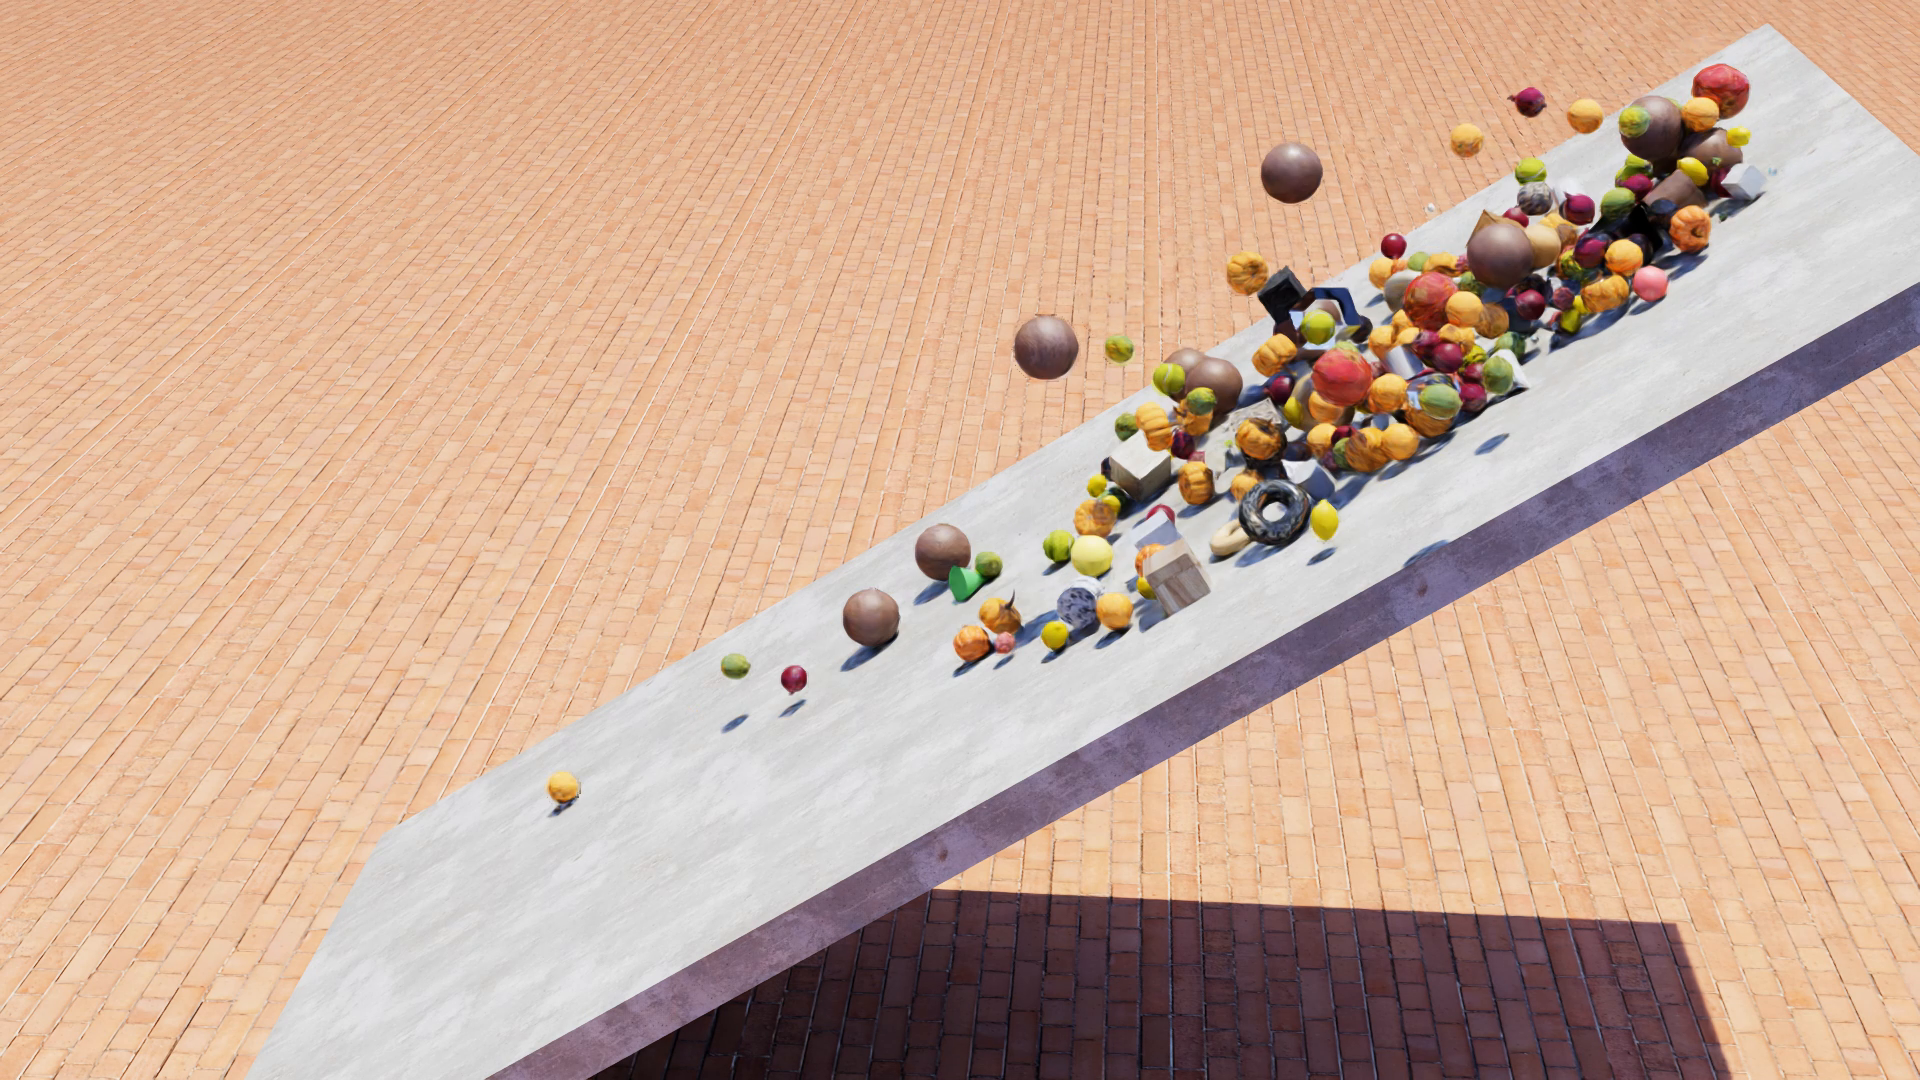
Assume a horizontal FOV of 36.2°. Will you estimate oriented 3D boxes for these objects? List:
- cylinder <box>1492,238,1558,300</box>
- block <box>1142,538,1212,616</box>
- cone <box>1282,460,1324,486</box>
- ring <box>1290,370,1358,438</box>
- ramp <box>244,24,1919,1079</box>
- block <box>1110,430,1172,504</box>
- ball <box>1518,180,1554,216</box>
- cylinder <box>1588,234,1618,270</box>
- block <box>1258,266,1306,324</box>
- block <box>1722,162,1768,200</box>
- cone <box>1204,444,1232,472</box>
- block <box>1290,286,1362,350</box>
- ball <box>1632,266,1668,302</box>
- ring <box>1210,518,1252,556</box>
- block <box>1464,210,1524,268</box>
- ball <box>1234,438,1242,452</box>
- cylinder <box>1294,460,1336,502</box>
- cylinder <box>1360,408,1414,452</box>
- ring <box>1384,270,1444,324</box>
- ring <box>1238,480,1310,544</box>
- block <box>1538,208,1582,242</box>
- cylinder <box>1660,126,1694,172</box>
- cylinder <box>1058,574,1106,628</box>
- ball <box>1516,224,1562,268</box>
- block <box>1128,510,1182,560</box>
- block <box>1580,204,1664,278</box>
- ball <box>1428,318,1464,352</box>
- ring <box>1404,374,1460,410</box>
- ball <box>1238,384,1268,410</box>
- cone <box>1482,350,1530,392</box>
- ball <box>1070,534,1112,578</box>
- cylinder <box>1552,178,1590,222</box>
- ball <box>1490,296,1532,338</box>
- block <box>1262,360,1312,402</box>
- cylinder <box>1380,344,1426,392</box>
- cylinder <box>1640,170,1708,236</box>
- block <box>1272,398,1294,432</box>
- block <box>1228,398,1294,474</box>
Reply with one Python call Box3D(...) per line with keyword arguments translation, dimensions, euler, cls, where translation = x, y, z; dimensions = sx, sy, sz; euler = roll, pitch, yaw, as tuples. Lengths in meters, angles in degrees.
Box3D(translation=(1.152, -0.555, 5.998), dimensions=(0.093, 0.093, 0.093), euler=(41, 33, 13), cls="cylinder")
Box3D(translation=(0.416, 0.070, 5.647), dimensions=(0.094, 0.094, 0.094), euler=(-31, 15, 11), cls="block")
Box3D(translation=(0.682, -0.136, 5.780), dimensions=(0.077, 0.077, 0.077), euler=(-22, 19, 6), cls="cone")
Box3D(translation=(0.739, -0.277, 5.976), dimensions=(0.139, 0.139, 0.046), euler=(0, 3, 1), cls="ring")
Box3D(translation=(0.140, 0.170, 6.292), dimensions=(4.000, 0.100, 2.000), euler=(-30, 15, 13), cls="ramp")
Box3D(translation=(0.389, -0.157, 6.341), dimensions=(0.093, 0.093, 0.093), euler=(-39, 61, -19), cls="block")
Box3D(translation=(1.225, -0.727, 6.261), dimensions=(0.076, 0.076, 0.076), euler=(0, 20, 0), cls="ball")
Box3D(translation=(1.261, -0.565, 5.770), dimensions=(0.053, 0.053, 0.053), euler=(0, 37, 1), cls="cylinder")
Box3D(translation=(0.707, -0.536, 6.441), dimensions=(0.079, 0.079, 0.079), euler=(-33, 18, 19), cls="block")
Box3D(translation=(1.534, -0.701, 5.754), dimensions=(0.051, 0.051, 0.051), euler=(40, -9, -20), cls="block")
Box3D(translation=(0.527, -0.159, 6.075), dimensions=(0.061, 0.061, 0.061), euler=(-4, -16, -10), cls="cone")
Box3D(translation=(0.744, -0.452, 5.991), dimensions=(0.091, 0.091, 0.091), euler=(0, 61, -29), cls="block")
Box3D(translation=(1.308, -0.486, 5.575), dimensions=(0.066, 0.066, 0.066), euler=(0, 20, 0), cls="ball")
Box3D(translation=(0.535, -0.006, 5.754), dimensions=(0.103, 0.034, 0.103), euler=(-31, 18, 11), cls="ring")
Box3D(translation=(1.140, -0.628, 6.212), dimensions=(0.090, 0.090, 0.090), euler=(16, 22, -20), cls="block")
Box3D(translation=(0.608, -0.209, 6.183), dimensions=(0.061, 0.061, 0.061), euler=(0, 20, 0), cls="ball")
Box3D(translation=(0.688, -0.115, 5.703), dimensions=(0.057, 0.057, 0.057), euler=(-39, 25, 22), cls="cylinder")
Box3D(translation=(0.829, -0.213, 5.712), dimensions=(0.072, 0.072, 0.072), euler=(-19, 2, 44), cls="cylinder")
Box3D(translation=(0.965, -0.515, 6.250), dimensions=(0.136, 0.136, 0.045), euler=(12, 48, 30), cls="ring")
Box3D(translation=(0.600, -0.054, 5.617), dimensions=(0.139, 0.046, 0.139), euler=(-8, 61, 14), cls="ring")
Box3D(translation=(1.267, -0.668, 6.225), dimensions=(0.058, 0.058, 0.058), euler=(-47, 6, -40), cls="block")
Box3D(translation=(1.502, -0.819, 6.164), dimensions=(0.068, 0.068, 0.068), euler=(3, 55, 9), cls="cylinder")
Box3D(translation=(0.242, 0.120, 5.821), dimensions=(0.083, 0.083, 0.083), euler=(5, 17, 13), cls="cylinder")
Box3D(translation=(1.160, -0.589, 5.898), dimensions=(0.089, 0.089, 0.089), euler=(0, 20, 0), cls="ball")
Box3D(translation=(0.401, 0.006, 5.891), dimensions=(0.085, 0.085, 0.085), euler=(-35, 15, 5), cls="block")
Box3D(translation=(1.314, -0.594, 5.841), dimensions=(0.094, 0.094, 0.094), euler=(-43, 17, -28), cls="block")
Box3D(translation=(0.995, -0.421, 6.022), dimensions=(0.070, 0.070, 0.070), euler=(0, 20, 0), cls="ball")
Box3D(translation=(0.894, -0.280, 5.570), dimensions=(0.106, 0.035, 0.106), euler=(-10, 30, 6), cls="ring")
Box3D(translation=(0.639, -0.300, 6.374), dimensions=(0.076, 0.076, 0.076), euler=(0, 20, 0), cls="ball")
Box3D(translation=(1.055, -0.304, 5.586), dimensions=(0.090, 0.090, 0.090), euler=(-13, 32, -32), cls="cone")
Box3D(translation=(0.272, 0.033, 6.078), dimensions=(0.088, 0.088, 0.088), euler=(0, 20, 0), cls="ball")
Box3D(translation=(1.229, -0.684, 5.919), dimensions=(0.063, 0.063, 0.063), euler=(-1, 38, -4), cls="cylinder")
Box3D(translation=(1.098, -0.444, 5.855), dimensions=(0.082, 0.082, 0.082), euler=(0, 20, 0), cls="ball")
Box3D(translation=(0.712, -0.325, 6.296), dimensions=(0.078, 0.078, 0.078), euler=(-14, 25, 52), cls="block")
Box3D(translation=(0.886, -0.343, 5.869), dimensions=(0.070, 0.070, 0.070), euler=(-22, -18, -7), cls="cylinder")
Box3D(translation=(1.407, -0.665, 5.795), dimensions=(0.093, 0.093, 0.093), euler=(-41, 21, 6), cls="cylinder")
Box3D(translation=(0.673, -0.259, 6.225), dimensions=(0.052, 0.052, 0.052), euler=(-14, 25, 52), cls="block")
Box3D(translation=(0.614, -0.214, 6.011), dimensions=(0.094, 0.094, 0.094), euler=(-21, 36, 5), cls="block")
